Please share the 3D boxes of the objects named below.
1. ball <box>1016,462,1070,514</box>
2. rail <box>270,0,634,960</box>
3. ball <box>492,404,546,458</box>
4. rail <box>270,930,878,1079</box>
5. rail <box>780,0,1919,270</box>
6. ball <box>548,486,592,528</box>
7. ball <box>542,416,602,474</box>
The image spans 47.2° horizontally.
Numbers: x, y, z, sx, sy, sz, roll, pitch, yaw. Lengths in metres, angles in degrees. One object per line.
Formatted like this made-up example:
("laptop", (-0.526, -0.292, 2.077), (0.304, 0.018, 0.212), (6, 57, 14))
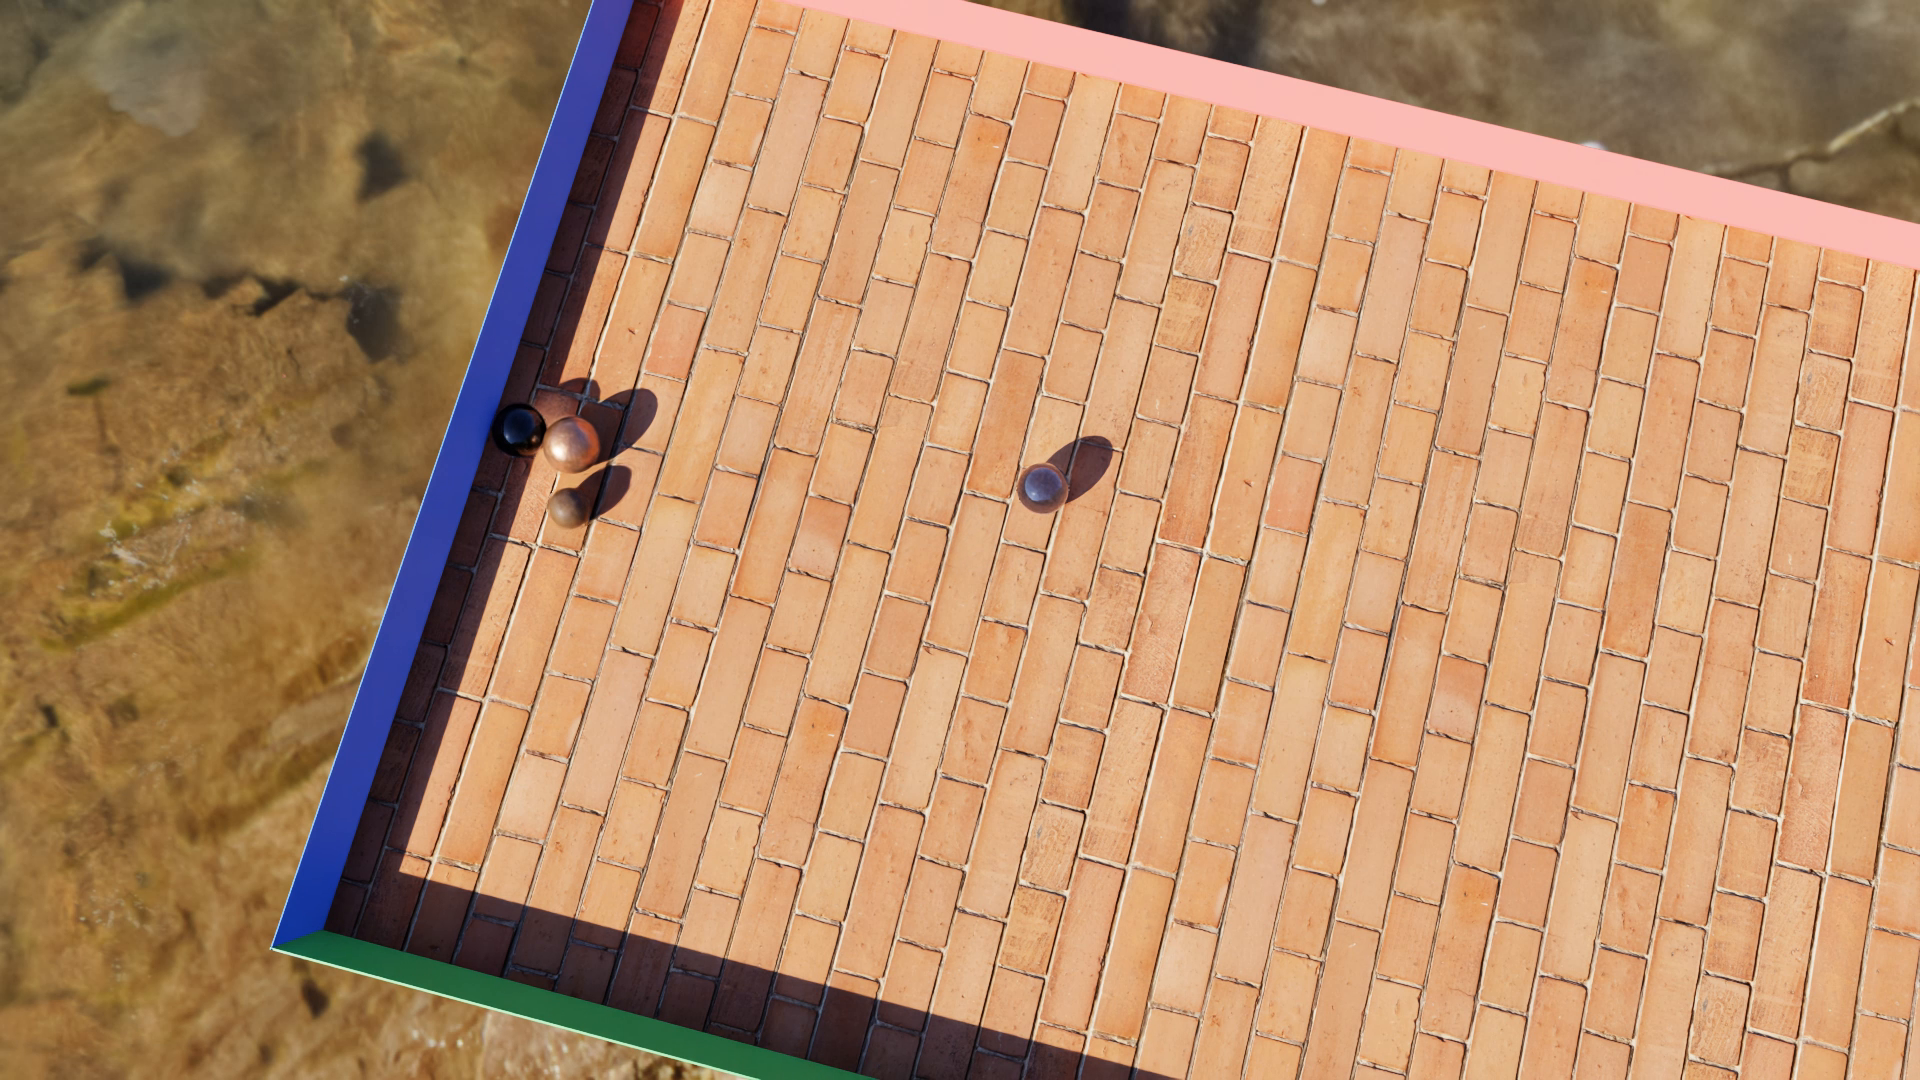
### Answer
("ball", (0.127, -0.079, 3.373), (0.081, 0.081, 0.081), (0, 74, 0))
("rail", (-0.740, -0.190, 3.385), (0.045, 0.116, 1.696), (14, 75, 4))
("ball", (-0.681, -0.169, 3.397), (0.084, 0.084, 0.084), (0, 74, 0))
("rail", (0.555, 0.956, 3.066), (3.154, 0.116, 0.045), (14, 75, 4))
("rail", (0.971, -0.581, 3.494), (3.154, 0.116, 0.045), (14, 75, 4))
("ball", (-0.599, -0.049, 3.373), (0.065, 0.065, 0.065), (0, 74, 0))
("ball", (-0.598, -0.146, 3.387), (0.089, 0.089, 0.089), (0, 74, 0))
